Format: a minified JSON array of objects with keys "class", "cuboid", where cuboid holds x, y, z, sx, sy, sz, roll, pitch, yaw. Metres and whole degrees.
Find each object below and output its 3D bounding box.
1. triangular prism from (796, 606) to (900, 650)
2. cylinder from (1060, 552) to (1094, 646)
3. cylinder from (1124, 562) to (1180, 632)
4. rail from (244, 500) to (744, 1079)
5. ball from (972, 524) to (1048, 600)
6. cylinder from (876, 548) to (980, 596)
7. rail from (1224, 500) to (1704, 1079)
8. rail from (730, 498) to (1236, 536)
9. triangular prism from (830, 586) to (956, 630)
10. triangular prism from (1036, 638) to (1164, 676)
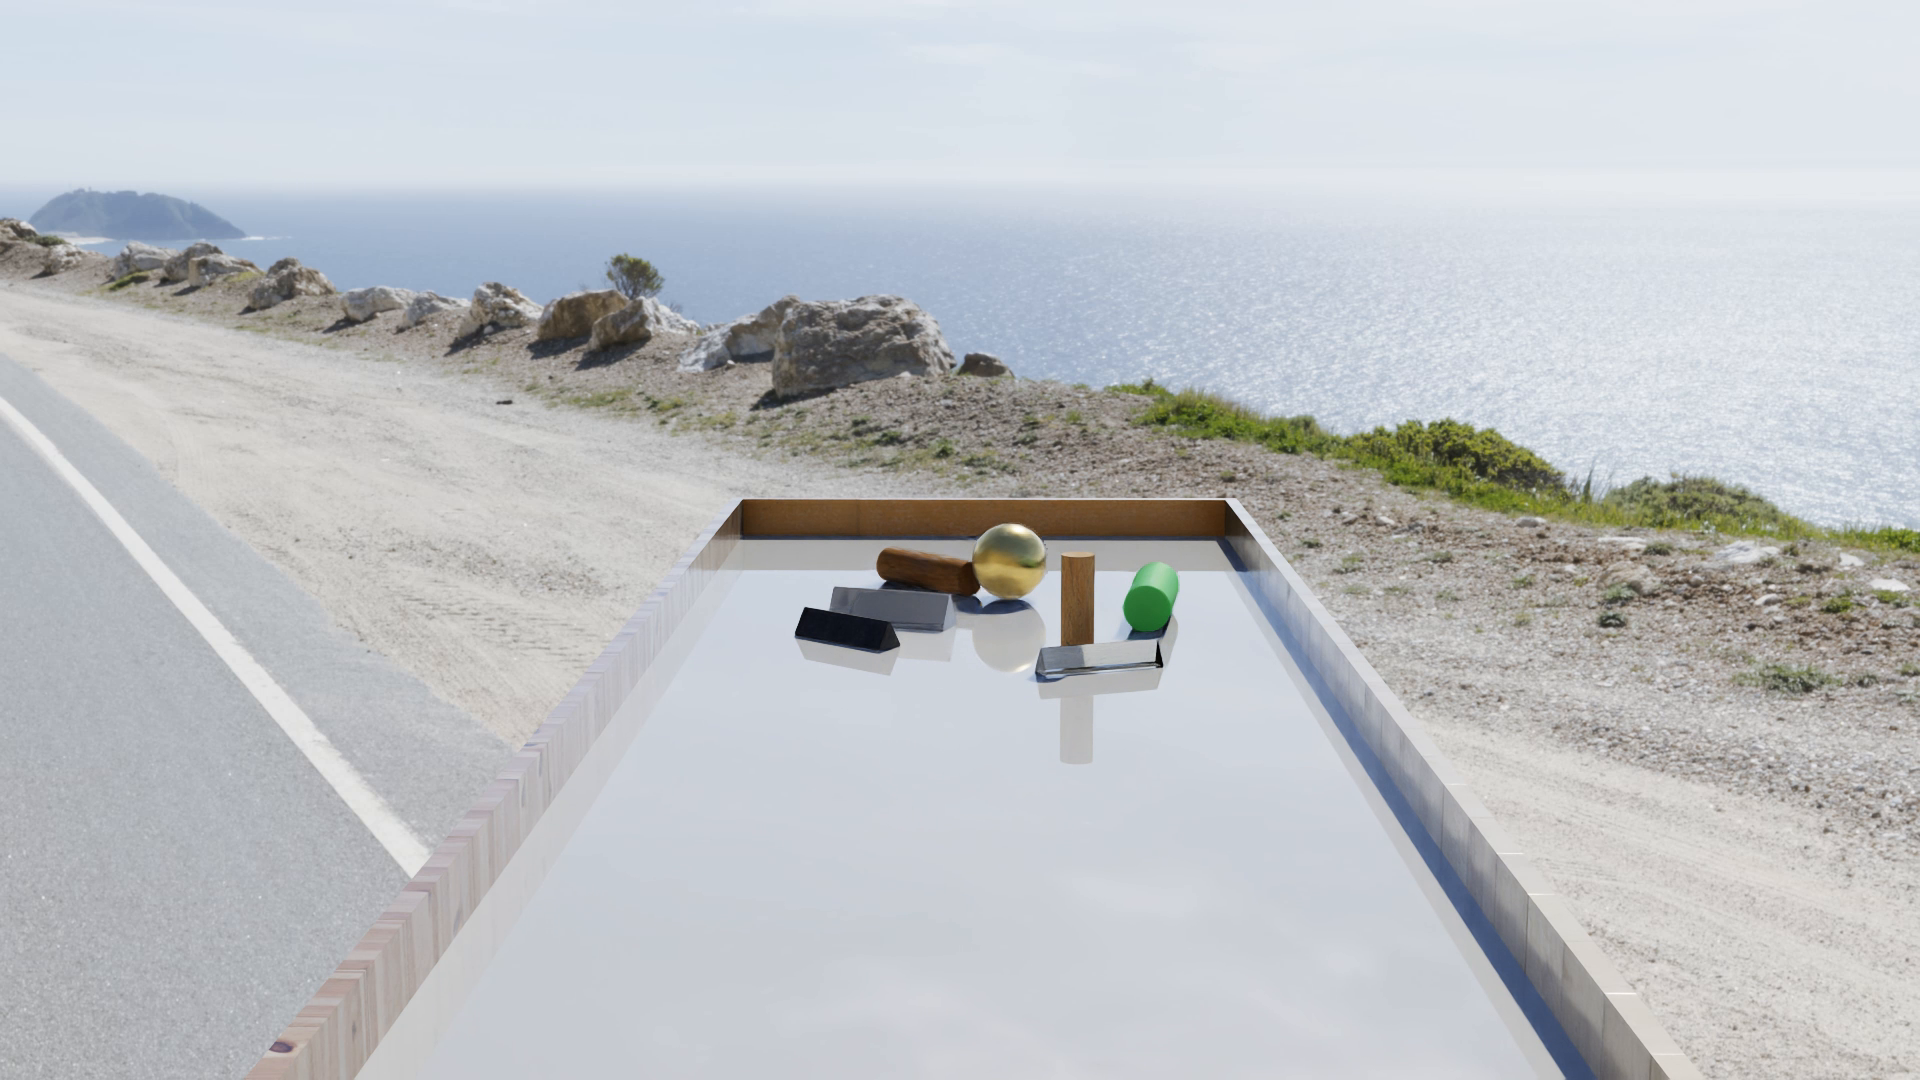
[{"class":"triangular prism","cuboid":[-0.360,0.276,6.982,0.373,0.085,0.098,8,12,41]},{"class":"cylinder","cuboid":[0.359,0.202,6.704,0.102,0.322,0.102,0,9,0]},{"class":"cylinder","cuboid":[0.640,0.187,7.335,0.154,0.154,0.454,1,9,9]},{"class":"rail","cuboid":[-1.004,0.839,3.234,0.050,0.150,12.000,0,9,1]},{"class":"ball","cuboid":[0.172,0.075,7.694,0.265,0.265,0.265,0,9,0]},{"class":"cylinder","cuboid":[-0.112,0.112,7.909,0.123,0.123,0.433,-8,12,-43]},{"class":"rail","cuboid":[1.046,0.843,3.208,0.050,0.150,12.000,0,9,1]},{"class":"rail","cuboid":[0.099,-0.098,9.147,2.100,0.150,0.050,0,9,1]},{"class":"triangular prism","cuboid":[-0.226,0.219,7.253,0.411,0.111,0.128,3,9,20]},{"class":"triangular prism","cuboid":[0.417,0.346,6.569,0.380,0.077,0.088,-3,9,-20]}]
